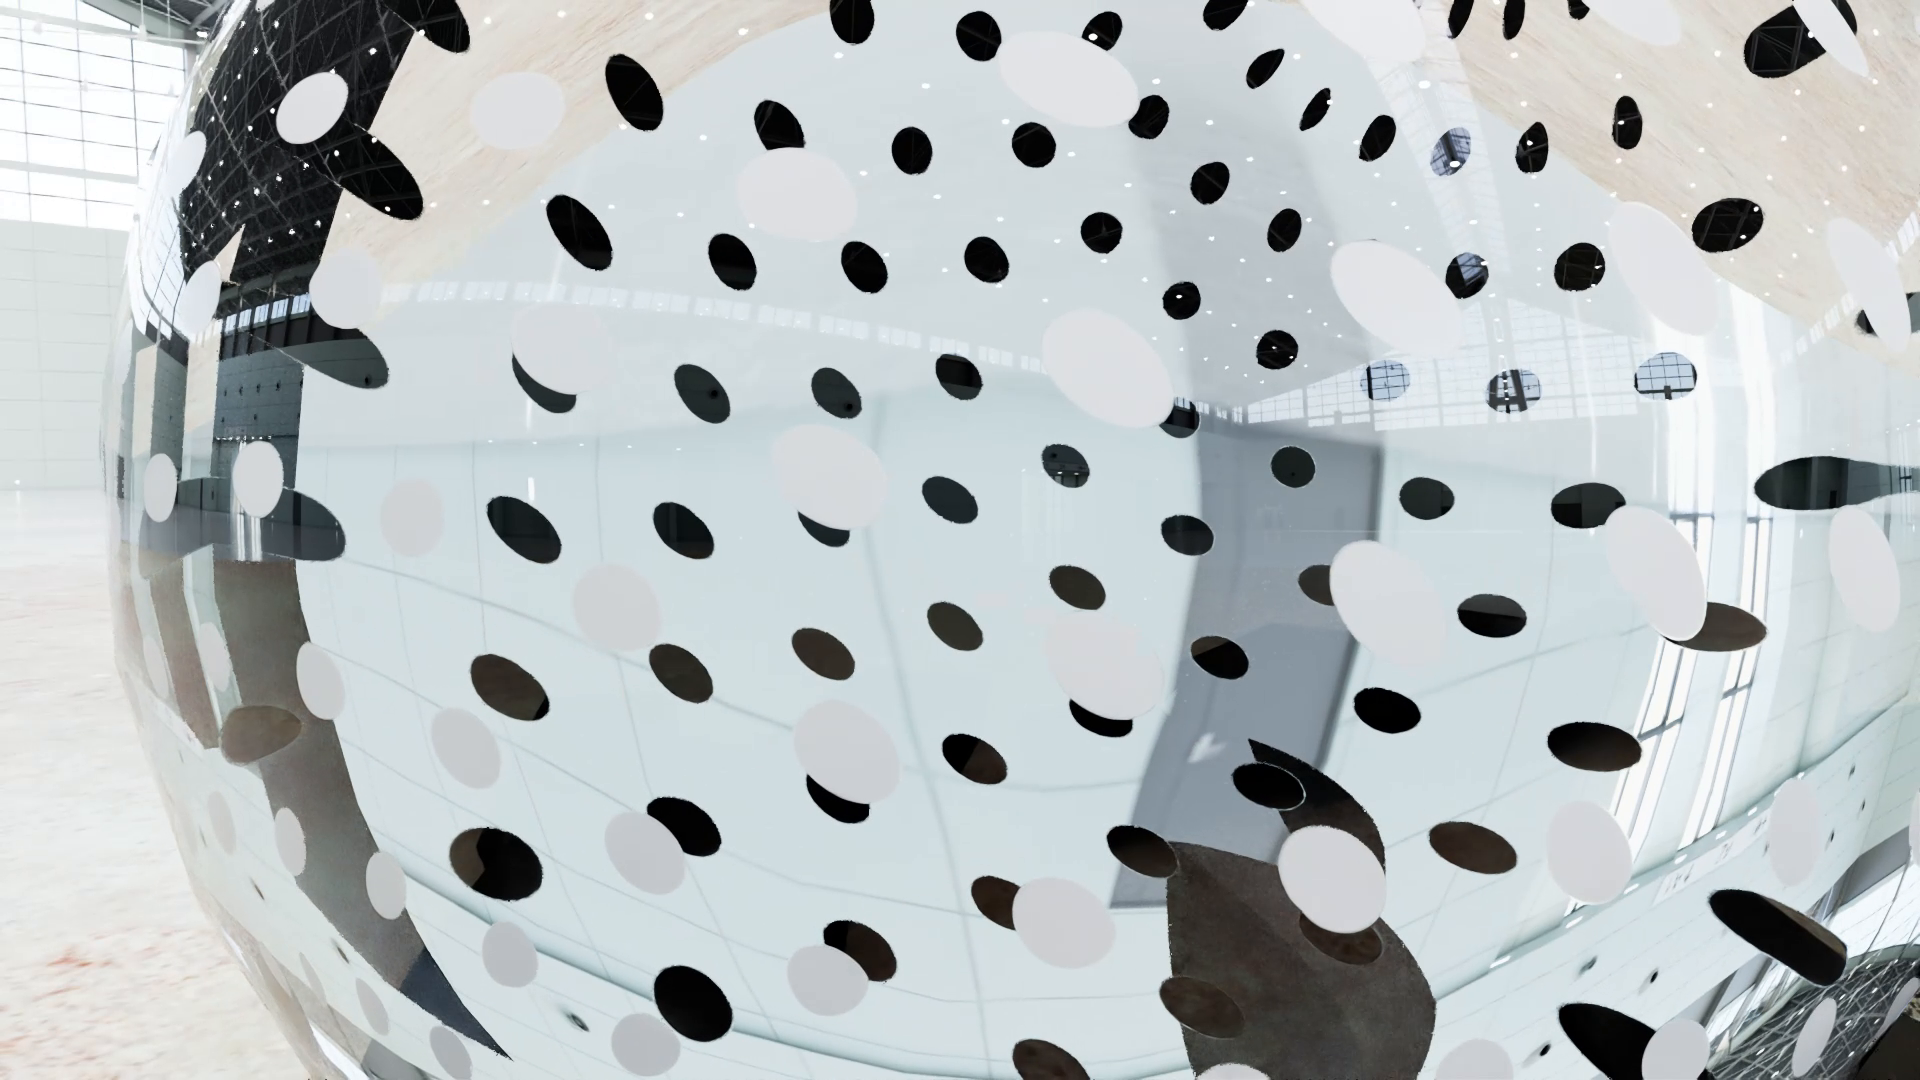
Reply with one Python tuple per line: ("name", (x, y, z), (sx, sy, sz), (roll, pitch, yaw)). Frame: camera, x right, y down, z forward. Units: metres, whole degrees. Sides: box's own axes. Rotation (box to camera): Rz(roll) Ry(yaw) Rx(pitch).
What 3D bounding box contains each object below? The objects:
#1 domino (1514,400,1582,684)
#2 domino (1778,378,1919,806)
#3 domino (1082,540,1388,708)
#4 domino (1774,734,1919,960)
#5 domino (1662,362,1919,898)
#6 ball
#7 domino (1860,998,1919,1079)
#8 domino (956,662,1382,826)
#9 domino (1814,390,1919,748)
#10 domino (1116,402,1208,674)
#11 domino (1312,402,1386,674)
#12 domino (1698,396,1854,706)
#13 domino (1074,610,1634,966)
("domino", (0.109, 0.000, 0.238), (0.009, 0.050, 0.025), (2, 5, 26))
("domino", (0.115, 0.006, 0.154), (0.010, 0.050, 0.025), (-4, 6, -43))
("domino", (0.046, 0.014, 0.220), (0.050, 0.025, 0.009), (2, 5, 21))
("domino", (0.078, 0.026, 0.070), (0.025, 0.009, 0.050), (-2, 20, -27))
("domino", (0.087, 0.008, 0.130), (0.010, 0.050, 0.025), (-3, 5, -37))
("ball", (0.004, -0.002, 0.066), (0.080, 0.080, 0.080), (0, 4, 0))
("domino", (0.057, 0.024, 0.100), (0.025, 0.009, 0.050), (-3, 20, -31))
("domino", (0.026, 0.025, 0.169), (0.050, 0.009, 0.025), (4, 6, 45))
("domino", (0.138, 0.004, 0.181), (0.025, 0.050, 0.010), (2, 5, 25))
("domino", (0.039, -0.001, 0.250), (0.009, 0.050, 0.025), (-1, 4, -10))
("domino", (0.075, -0.001, 0.249), (0.009, 0.050, 0.025), (1, 4, 9))
("domino", (0.137, 0.001, 0.216), (0.025, 0.050, 0.010), (-2, 5, -29))
("domino", (0.037, 0.022, 0.130), (0.025, 0.009, 0.050), (-3, 21, -31))
